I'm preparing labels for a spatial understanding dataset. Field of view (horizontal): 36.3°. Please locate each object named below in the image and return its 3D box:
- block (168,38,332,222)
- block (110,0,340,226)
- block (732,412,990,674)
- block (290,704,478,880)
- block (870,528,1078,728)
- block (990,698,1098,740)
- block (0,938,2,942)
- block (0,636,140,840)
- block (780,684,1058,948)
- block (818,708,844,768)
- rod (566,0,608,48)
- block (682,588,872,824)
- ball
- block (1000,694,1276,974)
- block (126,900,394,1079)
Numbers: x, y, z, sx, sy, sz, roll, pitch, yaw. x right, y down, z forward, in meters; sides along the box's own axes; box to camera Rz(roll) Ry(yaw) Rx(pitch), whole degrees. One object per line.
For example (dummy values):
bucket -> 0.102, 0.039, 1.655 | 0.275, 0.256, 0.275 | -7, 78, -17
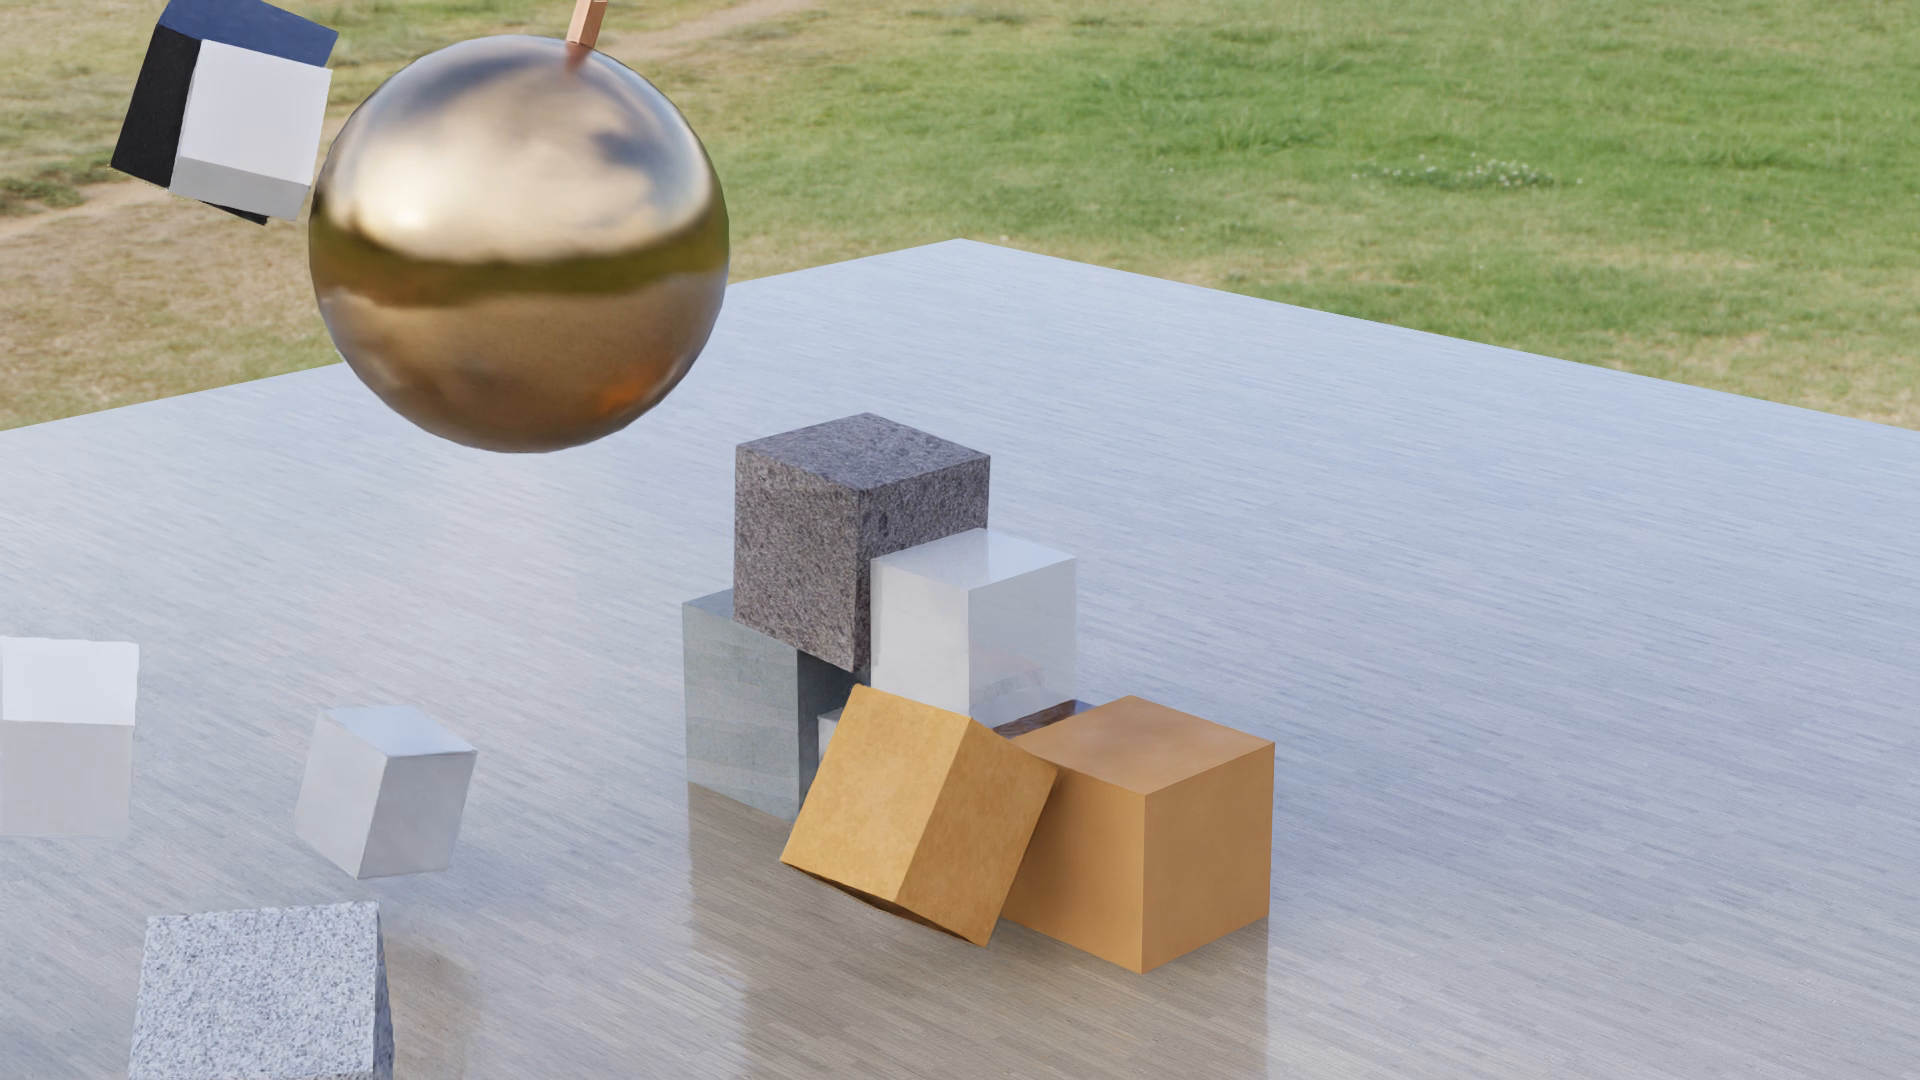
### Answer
block -> -2.798, -1.608, 11.554 | 0.502, 0.493, 0.434 | 12, -17, -18
block -> -3.063, -1.842, 12.241 | 0.664, 0.686, 0.576 | 21, 29, -13
block -> -0.469, -0.006, 13.812 | 0.840, 0.878, 0.842 | -17, 27, -42
block -> -2.539, 1.104, 12.932 | 0.505, 0.583, 0.500 | 27, 18, 38
block -> 0.063, 0.409, 13.399 | 0.696, 0.686, 0.632 | -17, 24, -42
block -> 0.221, 1.133, 13.489 | 0.642, 0.750, 0.751 | -17, 24, -42
block -> -4.191, 1.745, 11.388 | 0.539, 0.582, 0.558 | 27, 18, 15
block -> -3.729, 0.818, 12.124 | 0.601, 0.601, 0.556 | 4, 34, -15
block -> -0.168, 1.158, 12.345 | 0.665, 0.811, 0.665 | 14, -14, 41
block -> -0.262, 1.091, 13.981 | 0.571, 0.535, 0.594 | -17, 24, -42
rod -> -0.728, -4.390, 11.199 | 0.080, 5.200, 0.080 | 17, 1, 42
block -> -0.773, 0.750, 14.410 | 0.834, 0.928, 0.810 | 17, 24, 42
ball -> -1.679, -1.126, 11.228 | 1.600, 1.600, 1.600 | 0, 17, 0
block -> 0.774, 1.276, 12.917 | 0.844, 0.820, 0.856 | 17, 24, 42
block -> -2.397, 1.825, 10.153 | 0.793, 0.706, 0.851 | -3, 35, -8
